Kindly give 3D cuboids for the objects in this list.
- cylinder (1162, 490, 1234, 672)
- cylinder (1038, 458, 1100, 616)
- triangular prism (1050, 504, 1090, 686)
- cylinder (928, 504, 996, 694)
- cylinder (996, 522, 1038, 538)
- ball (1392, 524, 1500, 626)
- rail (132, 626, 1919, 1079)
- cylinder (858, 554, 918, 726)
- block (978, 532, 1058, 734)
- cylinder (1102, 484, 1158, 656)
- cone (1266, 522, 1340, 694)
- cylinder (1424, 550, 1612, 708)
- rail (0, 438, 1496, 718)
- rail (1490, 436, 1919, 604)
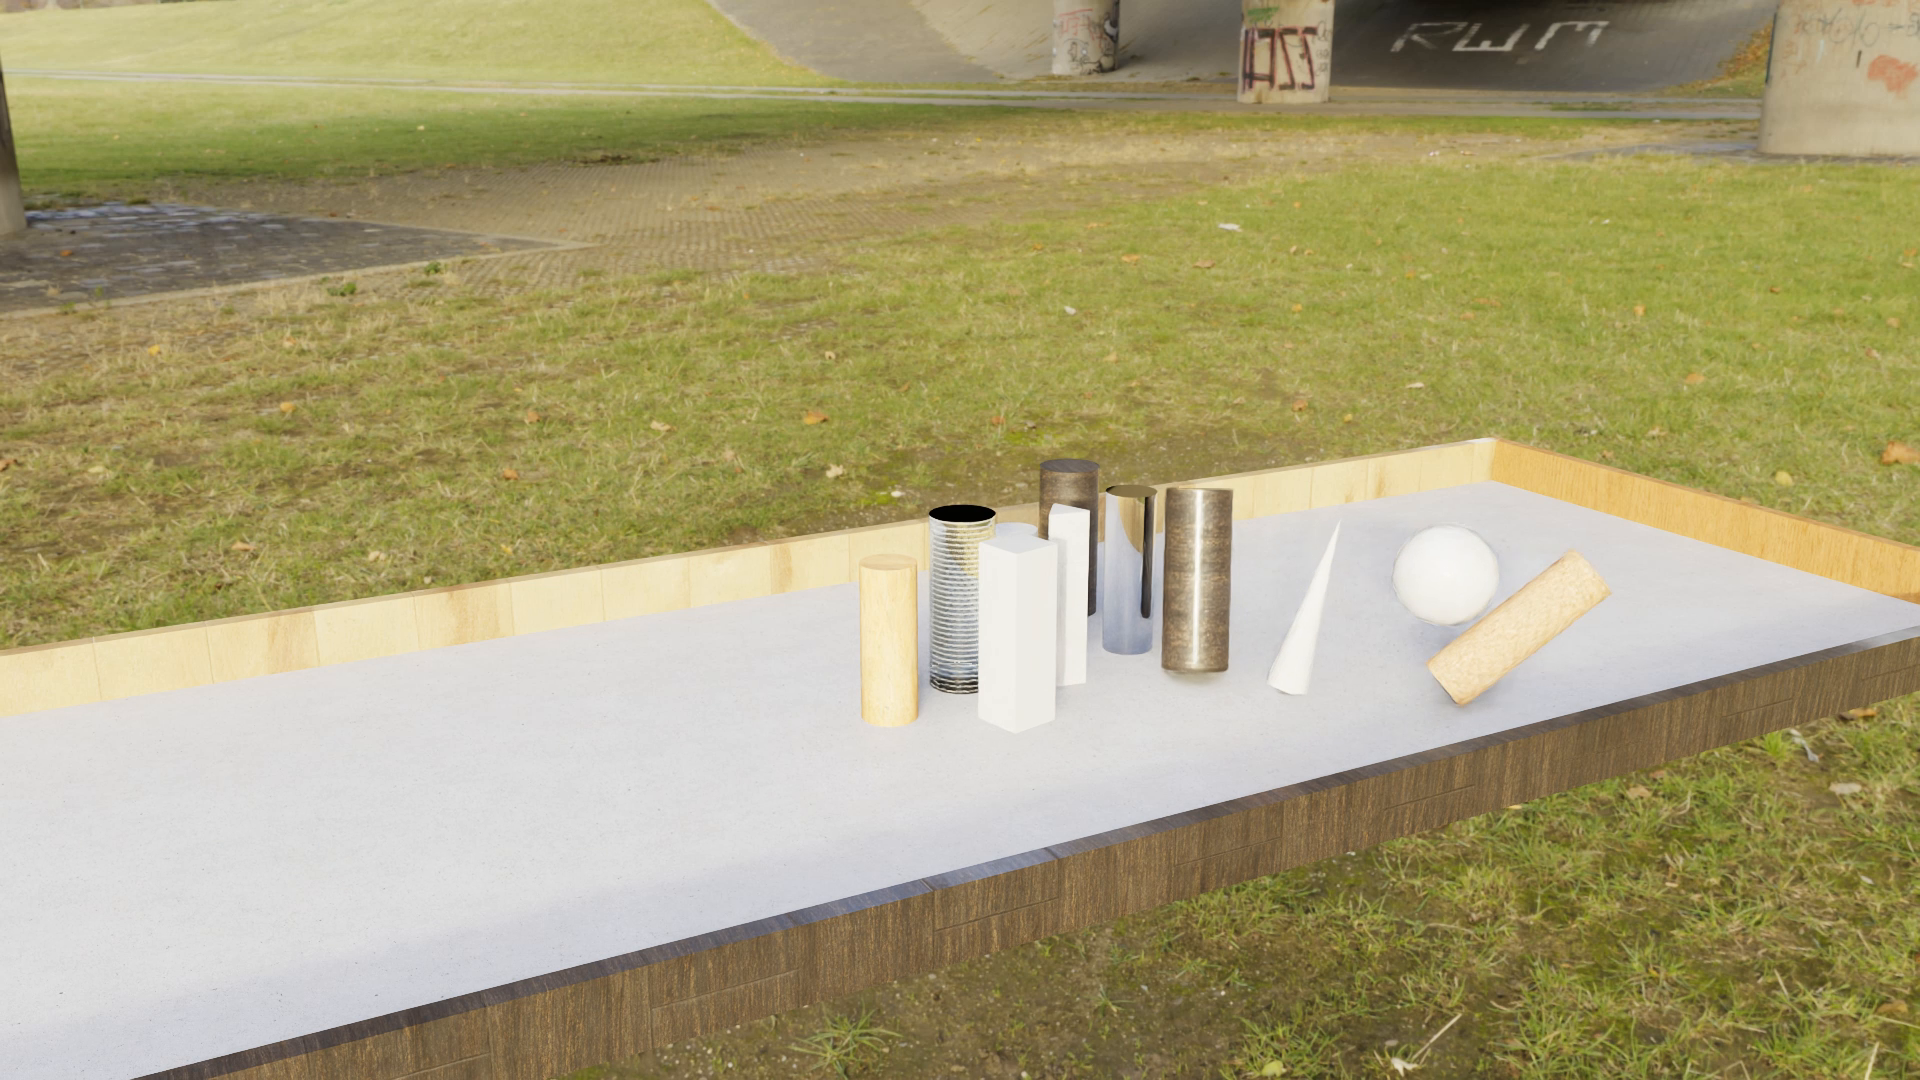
[{"bbox_3d":[0.598,0.100,4.164,0.170,0.452,0.170,1,1,0],"label":"cylinder"},{"bbox_3d":[0.303,-0.004,4.623,0.166,0.420,0.166,0,16,0],"label":"cylinder"},{"bbox_3d":[0.250,0.136,4.101,0.106,0.446,0.092,-6,17,-20],"label":"triangular prism"},{"bbox_3d":[0.006,0.146,4.078,0.164,0.440,0.164,0,16,0],"label":"cylinder"},{"bbox_3d":[0.141,0.121,4.388,0.129,0.313,0.129,0,16,0],"label":"cylinder"},{"bbox_3d":[1.175,0.085,3.996,0.249,0.249,0.249,0,16,0],"label":"ball"},{"bbox_3d":[-2.336,1.006,1.665,12.000,0.150,0.050,-9,18,-27],"label":"rail"},{"bbox_3d":[-0.167,0.235,3.877,0.136,0.383,0.136,0,16,0],"label":"cylinder"},{"bbox_3d":[0.134,0.215,3.851,0.128,0.435,0.128,-14,21,-39],"label":"block"},{"bbox_3d":[0.444,0.078,4.330,0.134,0.428,0.134,0,16,0],"label":"cylinder"},{"bbox_3d":[0.862,0.153,4.026,0.102,0.445,0.102,15,12,-3],"label":"cone"},{"bbox_3d":[1.329,0.212,3.937,0.437,0.137,0.137,-40,12,11],"label":"cylinder"},{"bbox_3d":[-3.305,0.497,3.399,12.000,0.150,0.050,-9,18,-27],"label":"rail"},{"bbox_3d":[2.466,-0.048,5.253,0.050,0.150,2.100,-9,18,-27],"label":"rail"}]
